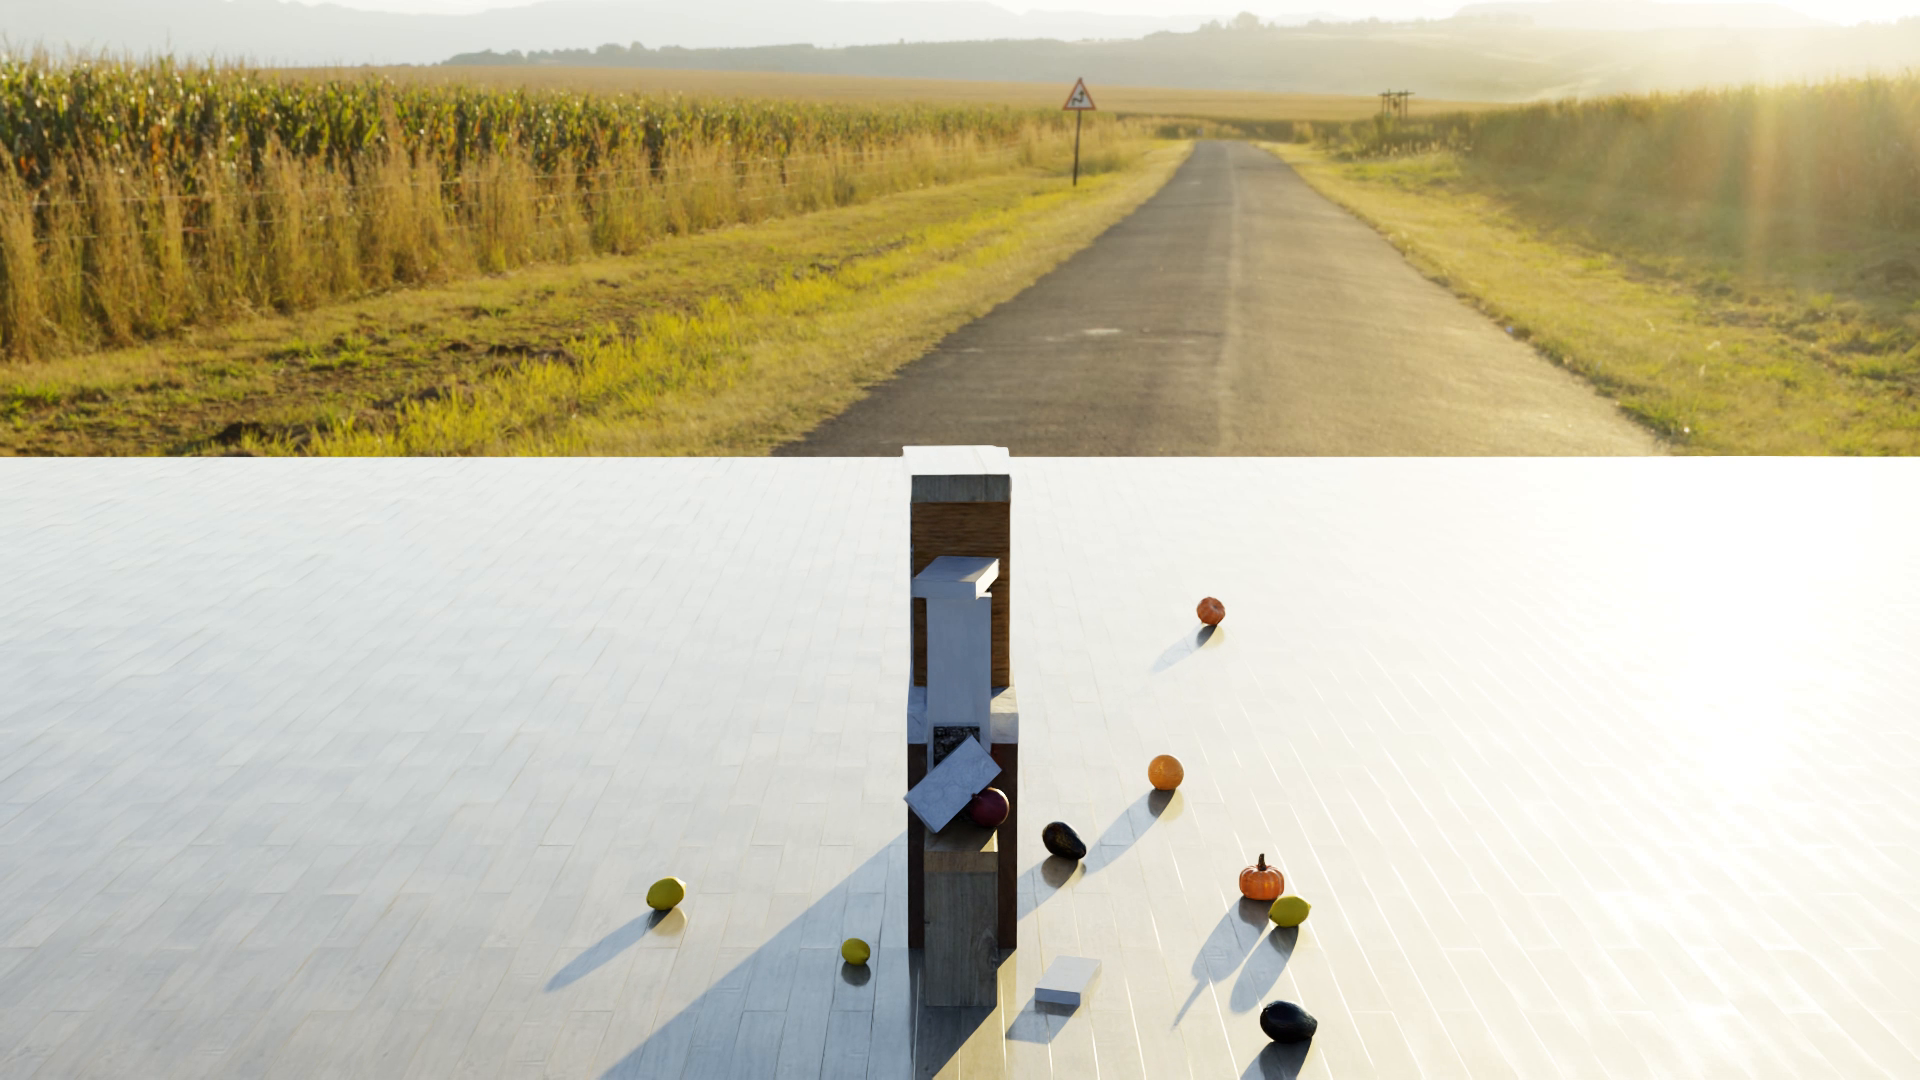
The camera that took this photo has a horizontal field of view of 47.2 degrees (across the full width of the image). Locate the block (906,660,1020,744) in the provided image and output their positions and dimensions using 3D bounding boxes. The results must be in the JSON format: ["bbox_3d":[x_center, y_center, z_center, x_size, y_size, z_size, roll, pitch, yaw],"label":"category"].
[{"bbox_3d":[0.003,0.253,3.491,0.170,0.048,0.339,0,11,0],"label":"block"}]

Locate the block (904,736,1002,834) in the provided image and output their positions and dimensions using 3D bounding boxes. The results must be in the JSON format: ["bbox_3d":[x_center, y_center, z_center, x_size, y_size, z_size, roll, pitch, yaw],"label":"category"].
[{"bbox_3d":[-0.011,0.358,3.227,0.138,0.069,0.020,-42,4,-21],"label":"block"}]

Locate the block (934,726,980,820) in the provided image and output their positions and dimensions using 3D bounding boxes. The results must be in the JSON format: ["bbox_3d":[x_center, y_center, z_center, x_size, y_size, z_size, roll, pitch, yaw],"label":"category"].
[{"bbox_3d":[-0.005,0.347,3.274,0.069,0.138,0.020,0,6,-1],"label":"block"}]

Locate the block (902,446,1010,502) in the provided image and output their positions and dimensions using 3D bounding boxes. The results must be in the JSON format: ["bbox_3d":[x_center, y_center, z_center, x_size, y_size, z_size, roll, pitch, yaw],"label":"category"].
[{"bbox_3d":[-0.010,-0.108,3.524,0.152,0.043,0.303,-1,11,-4],"label":"block"}]

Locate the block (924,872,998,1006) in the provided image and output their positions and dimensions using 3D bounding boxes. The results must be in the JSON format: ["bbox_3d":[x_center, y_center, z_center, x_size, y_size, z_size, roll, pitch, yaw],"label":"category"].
[{"bbox_3d":[0.002,0.571,3.193,0.106,0.212,0.030,0,11,0],"label":"block"}]

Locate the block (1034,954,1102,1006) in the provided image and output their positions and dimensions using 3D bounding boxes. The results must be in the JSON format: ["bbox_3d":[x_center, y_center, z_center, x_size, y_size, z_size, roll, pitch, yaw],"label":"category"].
[{"bbox_3d":[0.162,0.654,3.272,0.069,0.020,0.138,3,11,17],"label":"block"}]

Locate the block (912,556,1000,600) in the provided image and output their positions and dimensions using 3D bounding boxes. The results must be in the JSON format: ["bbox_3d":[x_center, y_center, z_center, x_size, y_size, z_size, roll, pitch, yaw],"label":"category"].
[{"bbox_3d":[-0.004,0.056,3.314,0.094,0.027,0.189,2,11,11],"label":"block"}]

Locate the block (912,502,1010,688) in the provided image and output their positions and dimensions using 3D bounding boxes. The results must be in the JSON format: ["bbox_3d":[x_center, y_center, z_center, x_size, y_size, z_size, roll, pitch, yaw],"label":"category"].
[{"bbox_3d":[0.003,0.079,3.468,0.152,0.303,0.043,0,11,1],"label":"block"}]

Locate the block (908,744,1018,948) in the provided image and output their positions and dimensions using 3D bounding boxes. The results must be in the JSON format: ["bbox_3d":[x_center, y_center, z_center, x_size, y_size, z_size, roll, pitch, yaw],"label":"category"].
[{"bbox_3d":[0.004,0.465,3.415,0.170,0.339,0.048,0,11,0],"label":"block"}]

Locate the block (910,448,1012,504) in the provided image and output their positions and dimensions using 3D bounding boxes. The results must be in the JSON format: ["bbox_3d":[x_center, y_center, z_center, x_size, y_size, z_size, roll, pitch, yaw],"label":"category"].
[{"bbox_3d":[0.002,-0.114,3.868,0.171,0.048,0.341,0,11,0],"label":"block"}]

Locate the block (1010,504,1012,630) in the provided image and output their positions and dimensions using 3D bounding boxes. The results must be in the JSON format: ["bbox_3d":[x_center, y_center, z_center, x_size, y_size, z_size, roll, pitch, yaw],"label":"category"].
[{"bbox_3d":[0.005,0.100,4.014,0.171,0.427,0.048,-1,11,-8],"label":"block"}]

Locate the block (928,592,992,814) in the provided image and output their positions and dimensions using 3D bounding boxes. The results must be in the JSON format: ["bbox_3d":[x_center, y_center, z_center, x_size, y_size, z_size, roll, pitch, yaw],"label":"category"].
[{"bbox_3d":[-0.001,0.245,3.284,0.094,0.335,0.027,0,10,-1],"label":"block"}]

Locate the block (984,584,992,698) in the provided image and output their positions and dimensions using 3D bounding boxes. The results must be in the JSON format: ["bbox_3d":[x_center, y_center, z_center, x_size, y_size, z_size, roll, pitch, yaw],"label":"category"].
[{"bbox_3d":[0.001,0.151,3.394,0.094,0.189,0.027,1,11,3],"label":"block"}]

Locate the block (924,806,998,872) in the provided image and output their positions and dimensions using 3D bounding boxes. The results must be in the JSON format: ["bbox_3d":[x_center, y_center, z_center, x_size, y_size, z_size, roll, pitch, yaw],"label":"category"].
[{"bbox_3d":[0.001,0.439,3.241,0.106,0.030,0.211,0,11,0],"label":"block"}]

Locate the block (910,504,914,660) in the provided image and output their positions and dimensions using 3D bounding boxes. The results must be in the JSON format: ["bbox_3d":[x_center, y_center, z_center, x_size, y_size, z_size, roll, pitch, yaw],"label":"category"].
[{"bbox_3d":[0.001,0.099,3.787,0.171,0.341,0.048,1,11,4],"label":"block"}]
